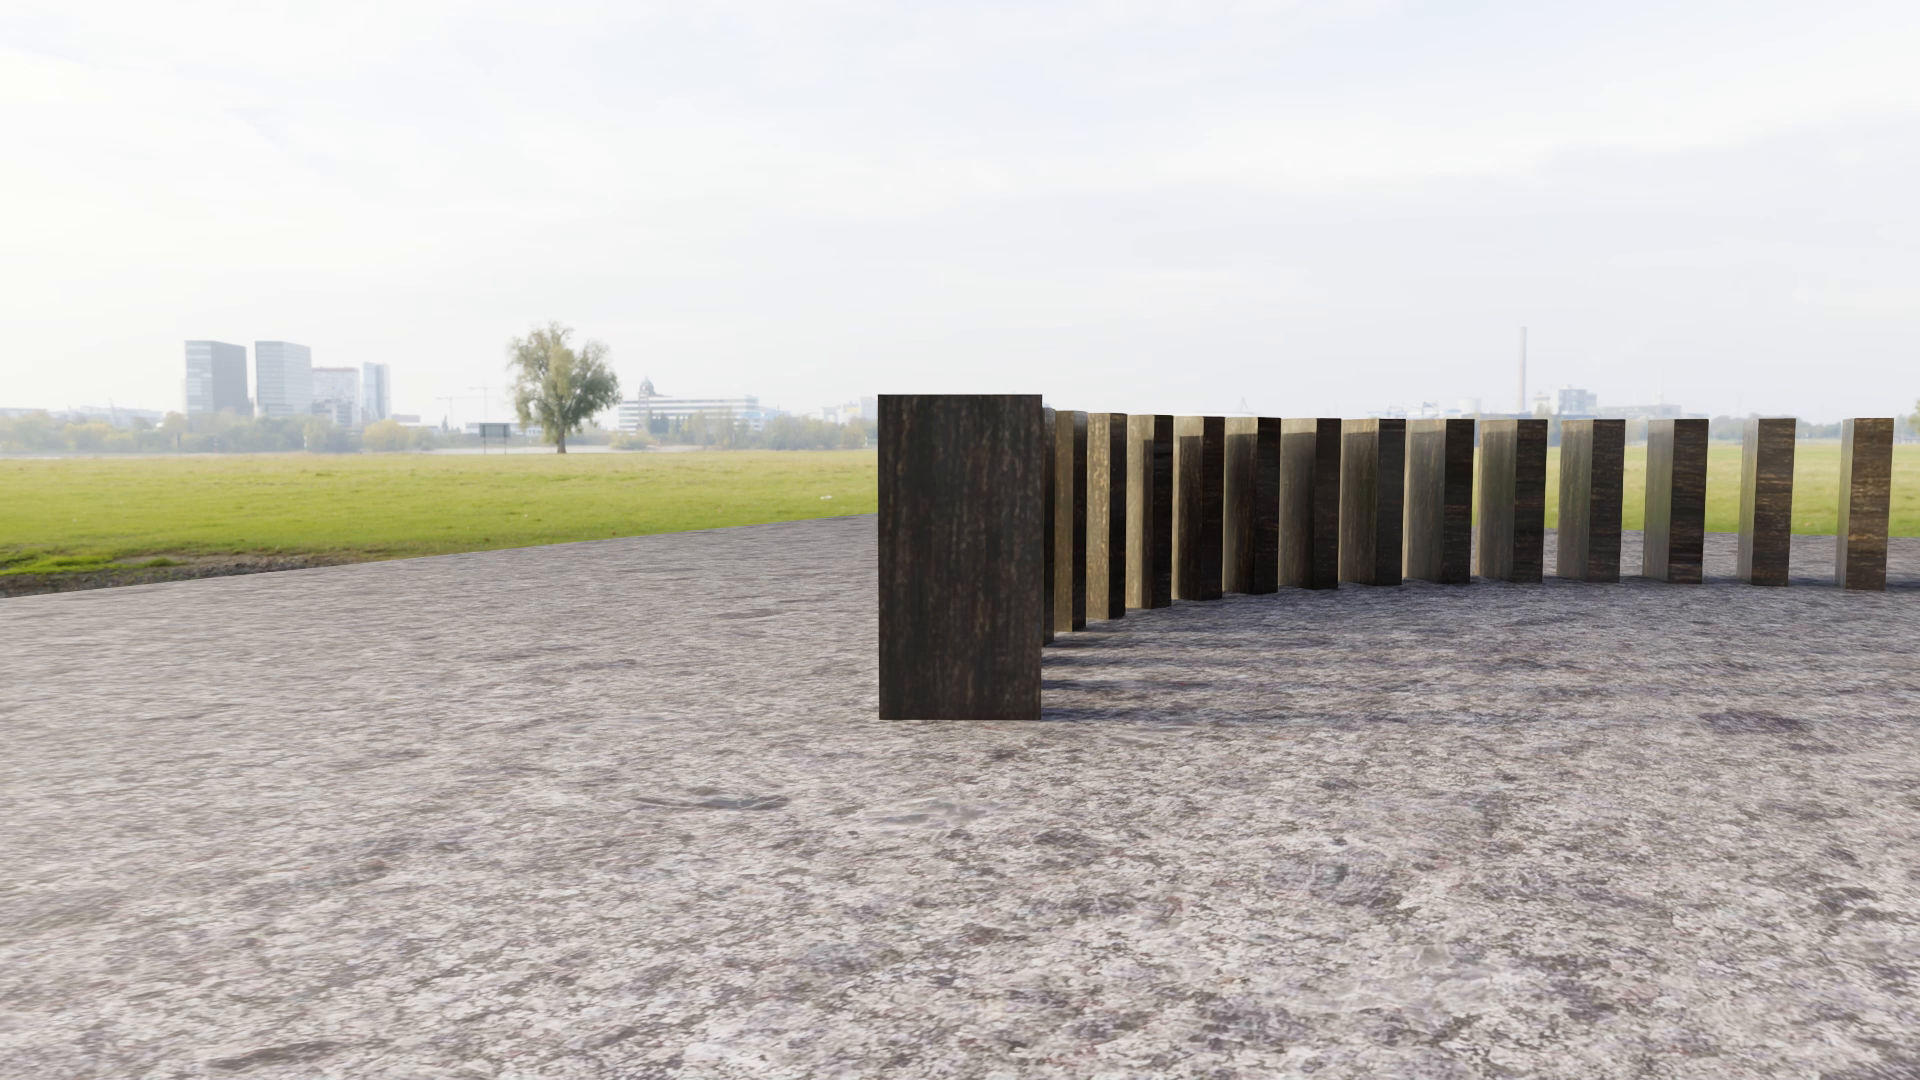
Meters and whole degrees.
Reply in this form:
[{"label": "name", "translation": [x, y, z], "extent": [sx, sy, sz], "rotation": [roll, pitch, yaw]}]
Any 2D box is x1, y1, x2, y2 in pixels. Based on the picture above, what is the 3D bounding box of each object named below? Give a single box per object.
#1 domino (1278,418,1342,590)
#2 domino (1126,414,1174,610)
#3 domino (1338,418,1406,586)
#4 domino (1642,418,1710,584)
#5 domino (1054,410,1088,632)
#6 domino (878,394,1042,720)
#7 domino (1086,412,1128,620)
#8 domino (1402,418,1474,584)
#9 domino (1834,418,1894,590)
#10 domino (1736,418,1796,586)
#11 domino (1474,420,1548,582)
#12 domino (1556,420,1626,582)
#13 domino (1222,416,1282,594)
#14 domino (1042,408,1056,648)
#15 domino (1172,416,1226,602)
[{"label": "domino", "translation": [0.102, -0.011, 0.385], "extent": [0.009, 0.050, 0.025], "rotation": [-2, 5, -27]}, {"label": "domino", "translation": [0.043, -0.008, 0.340], "extent": [0.025, 0.050, 0.010], "rotation": [4, 6, 40]}, {"label": "domino", "translation": [0.125, -0.012, 0.395], "extent": [0.009, 0.050, 0.025], "rotation": [-1, 5, -19]}, {"label": "domino", "translation": [0.223, -0.013, 0.401], "extent": [0.010, 0.050, 0.025], "rotation": [1, 4, 12]}, {"label": "domino", "translation": [0.016, -0.005, 0.298], "extent": [0.025, 0.050, 0.010], "rotation": [2, 5, 25]}, {"label": "domino", "translation": [0.000, 0.002, 0.201], "extent": [0.025, 0.050, 0.009], "rotation": [0, 4, 0]}, {"label": "domino", "translation": [0.028, -0.006, 0.320], "extent": [0.025, 0.050, 0.010], "rotation": [3, 5, 33]}, {"label": "domino", "translation": [0.149, -0.013, 0.401], "extent": [0.010, 0.050, 0.025], "rotation": [-1, 4, -11]}, {"label": "domino", "translation": [0.270, -0.011, 0.383], "extent": [0.010, 0.050, 0.025], "rotation": [2, 5, 28]}, {"label": "domino", "translation": [0.247, -0.012, 0.394], "extent": [0.010, 0.050, 0.025], "rotation": [2, 5, 22]}, {"label": "domino", "translation": [0.173, -0.013, 0.405], "extent": [0.009, 0.050, 0.025], "rotation": [0, 4, -3]}, {"label": "domino", "translation": [0.198, -0.013, 0.404], "extent": [0.009, 0.050, 0.025], "rotation": [0, 4, 4]}, {"label": "domino", "translation": [0.080, -0.010, 0.373], "extent": [0.009, 0.050, 0.025], "rotation": [-3, 5, -34]}, {"label": "domino", "translation": [0.007, -0.003, 0.275], "extent": [0.025, 0.050, 0.009], "rotation": [1, 4, 17]}, {"label": "domino", "translation": [0.060, -0.009, 0.358], "extent": [0.010, 0.050, 0.025], "rotation": [-4, 6, -42]}]
